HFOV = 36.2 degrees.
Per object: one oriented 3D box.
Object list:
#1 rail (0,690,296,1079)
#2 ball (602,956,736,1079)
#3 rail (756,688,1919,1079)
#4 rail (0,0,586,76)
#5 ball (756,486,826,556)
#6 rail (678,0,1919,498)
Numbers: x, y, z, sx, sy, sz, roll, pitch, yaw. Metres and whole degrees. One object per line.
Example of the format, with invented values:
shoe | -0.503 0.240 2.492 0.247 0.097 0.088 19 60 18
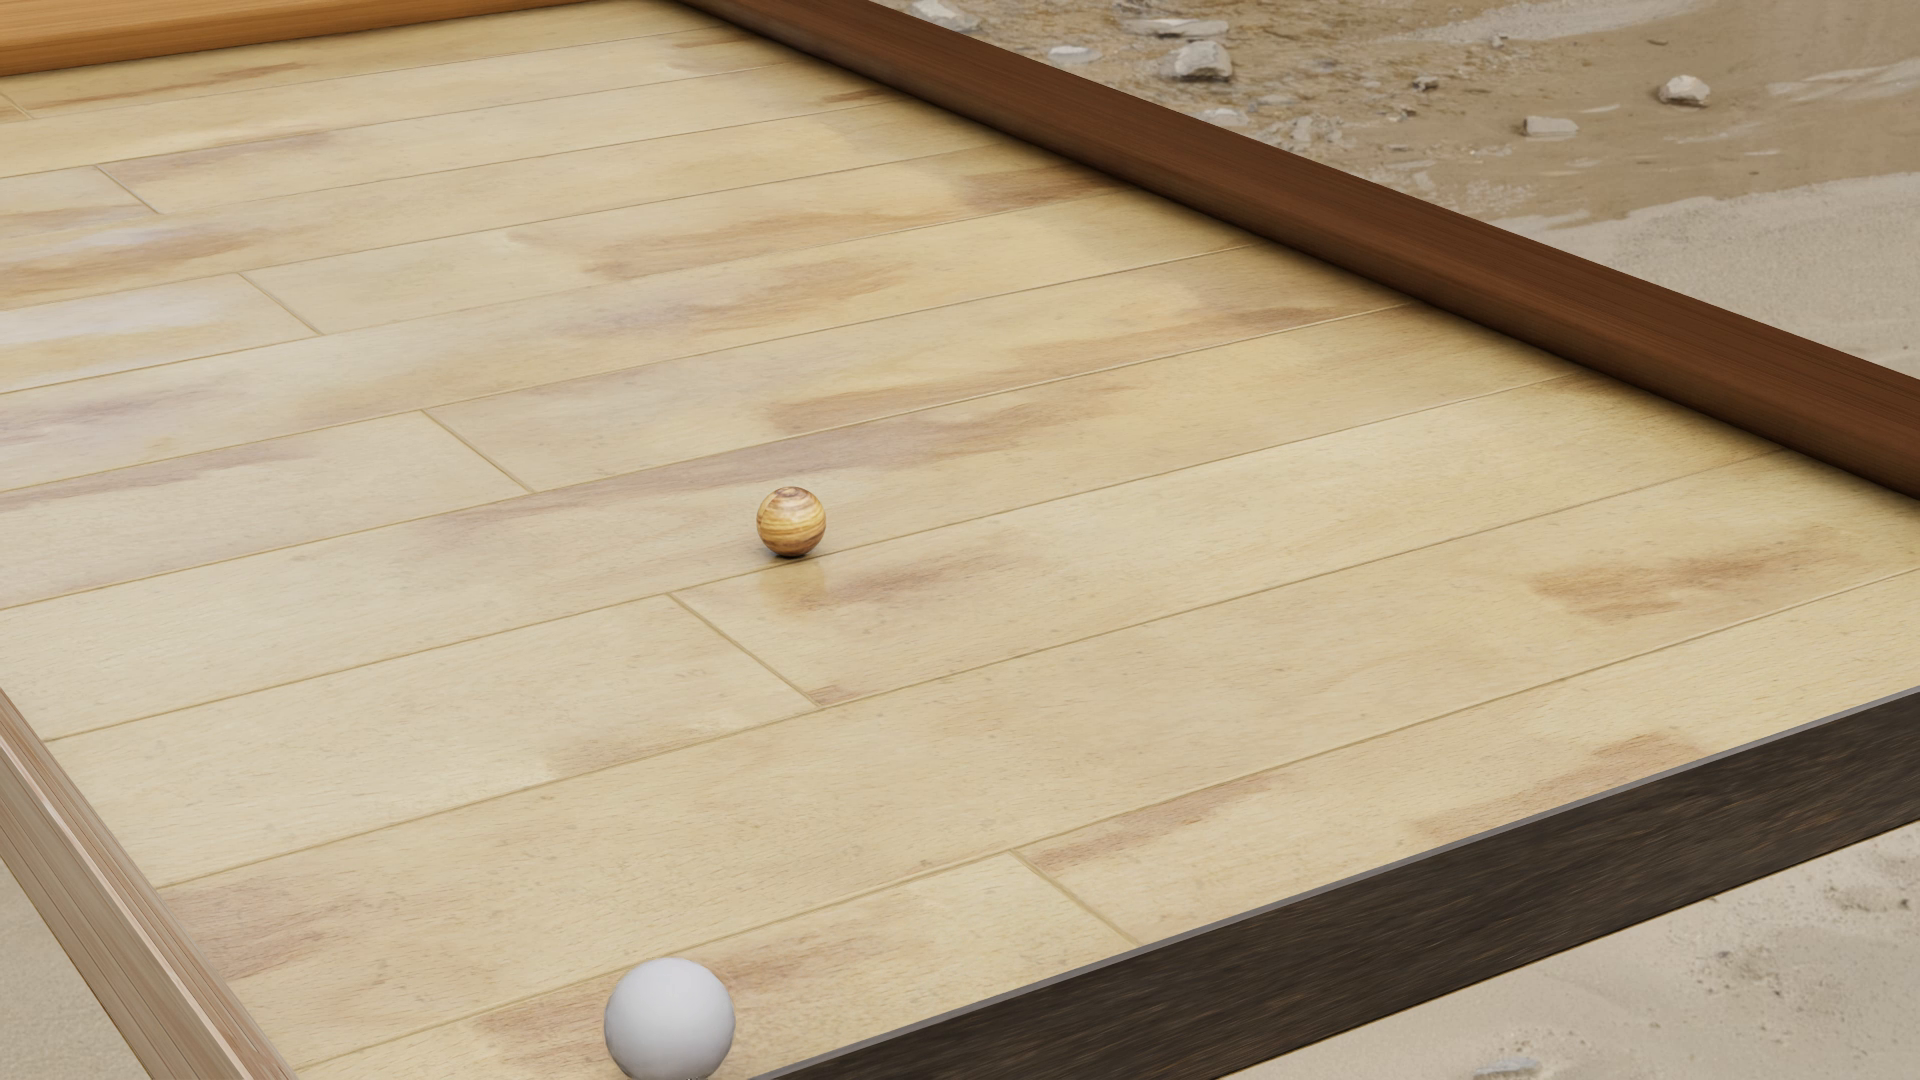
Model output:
rail | -1.017 -0.091 2.524 0.045 0.103 2.796 -14 26 -29
ball | -0.166 0.277 1.684 0.075 0.075 0.075 0 23 0
rail | 0.360 0.201 1.826 1.570 0.103 0.045 -14 26 -29
rail | -1.106 -0.697 3.971 1.570 0.103 0.045 -14 26 -29
ball | -0.138 -0.015 2.404 0.058 0.058 0.058 0 23 0
rail | 0.271 -0.405 3.273 0.045 0.103 2.796 -14 26 -29
